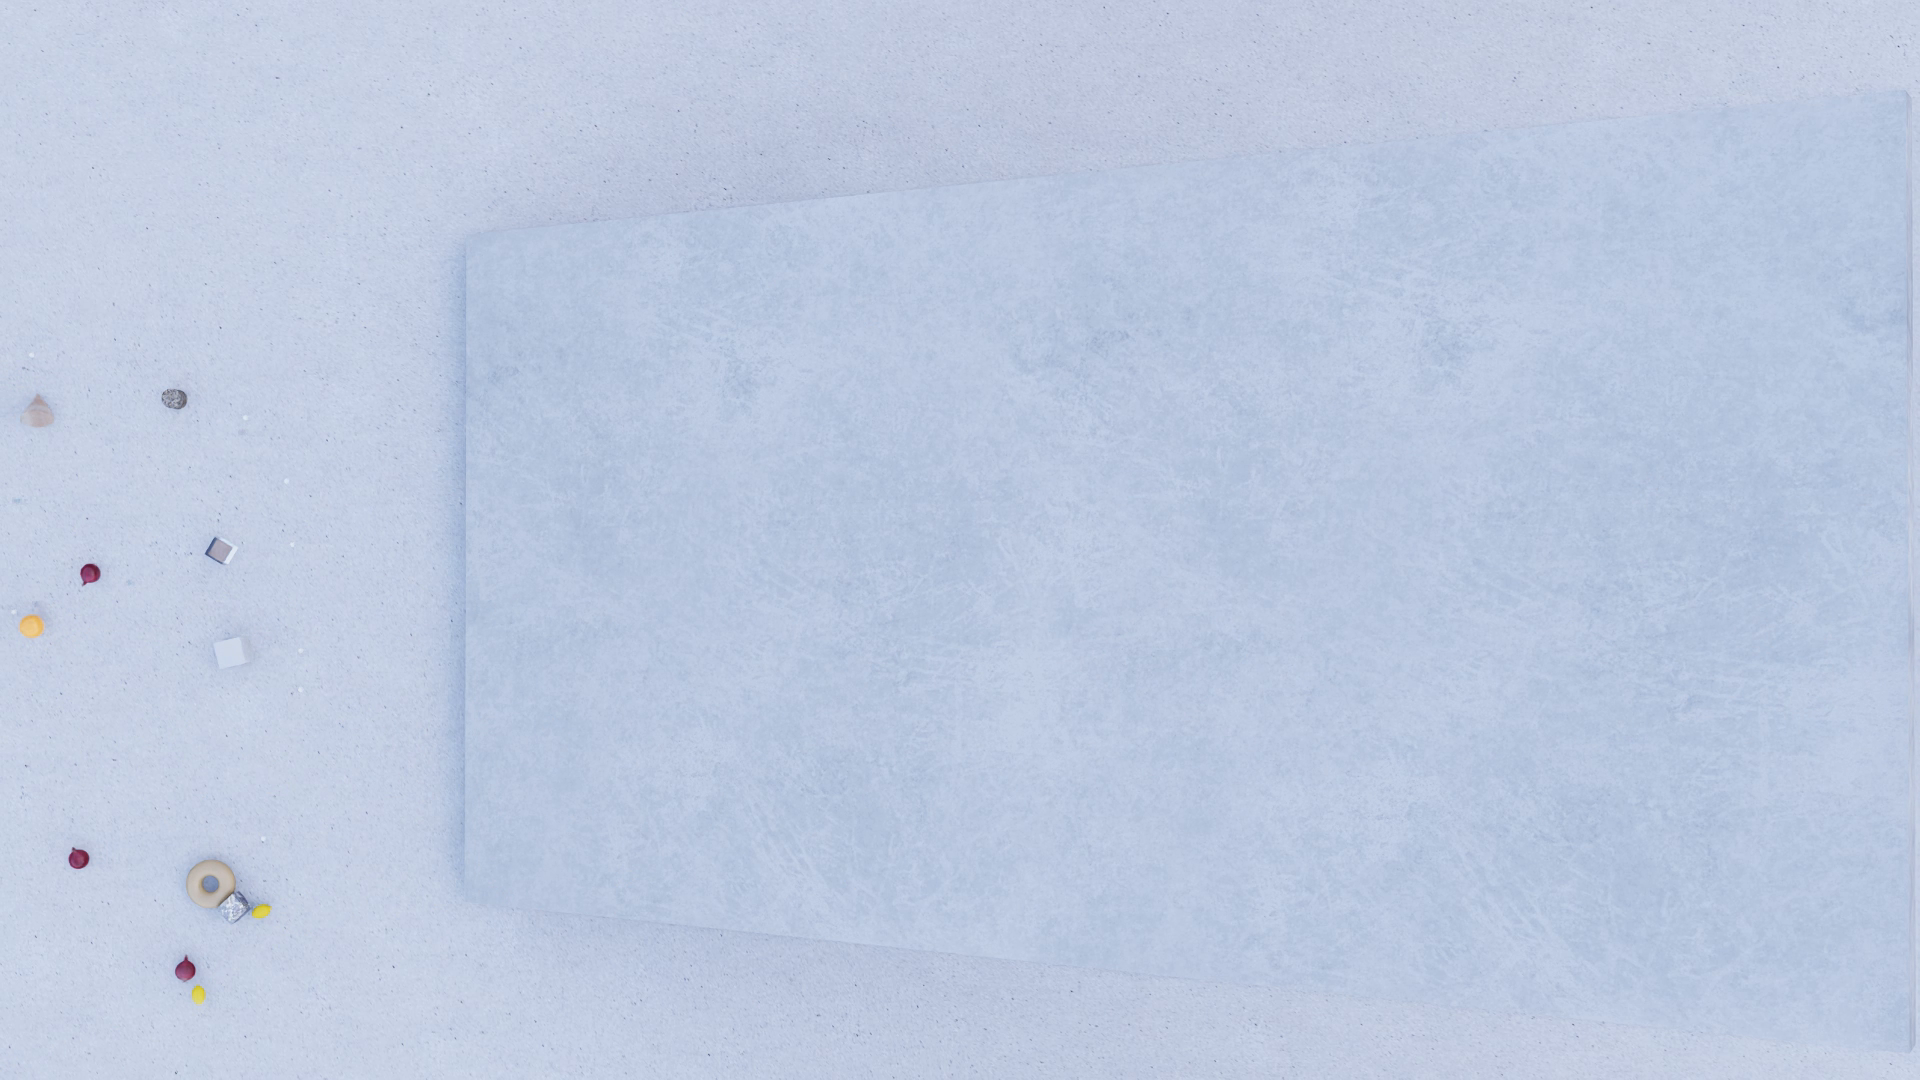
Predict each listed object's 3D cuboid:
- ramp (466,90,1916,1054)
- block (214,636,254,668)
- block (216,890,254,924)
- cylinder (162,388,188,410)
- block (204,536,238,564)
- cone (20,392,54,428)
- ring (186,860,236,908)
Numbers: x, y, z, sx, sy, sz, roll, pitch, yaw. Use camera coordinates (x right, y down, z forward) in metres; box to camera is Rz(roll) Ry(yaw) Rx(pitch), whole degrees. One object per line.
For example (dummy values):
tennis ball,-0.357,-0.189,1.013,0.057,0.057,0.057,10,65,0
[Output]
ramp,0.268,0.074,5.621,4.000,0.100,2.000,0,89,30
block,-2.191,0.339,6.635,0.080,0.080,0.080,-13,89,0
block,-2.188,1.110,6.635,0.065,0.065,0.065,-43,90,0
cylinder,-2.377,-0.427,6.653,0.059,0.059,0.059,0,89,0
block,-2.233,0.032,6.648,0.061,0.061,0.061,31,90,0
cone,-2.797,-0.407,6.661,0.095,0.095,0.095,-12,63,0
ring,-2.264,1.039,6.644,0.148,0.049,0.148,0,89,-1
